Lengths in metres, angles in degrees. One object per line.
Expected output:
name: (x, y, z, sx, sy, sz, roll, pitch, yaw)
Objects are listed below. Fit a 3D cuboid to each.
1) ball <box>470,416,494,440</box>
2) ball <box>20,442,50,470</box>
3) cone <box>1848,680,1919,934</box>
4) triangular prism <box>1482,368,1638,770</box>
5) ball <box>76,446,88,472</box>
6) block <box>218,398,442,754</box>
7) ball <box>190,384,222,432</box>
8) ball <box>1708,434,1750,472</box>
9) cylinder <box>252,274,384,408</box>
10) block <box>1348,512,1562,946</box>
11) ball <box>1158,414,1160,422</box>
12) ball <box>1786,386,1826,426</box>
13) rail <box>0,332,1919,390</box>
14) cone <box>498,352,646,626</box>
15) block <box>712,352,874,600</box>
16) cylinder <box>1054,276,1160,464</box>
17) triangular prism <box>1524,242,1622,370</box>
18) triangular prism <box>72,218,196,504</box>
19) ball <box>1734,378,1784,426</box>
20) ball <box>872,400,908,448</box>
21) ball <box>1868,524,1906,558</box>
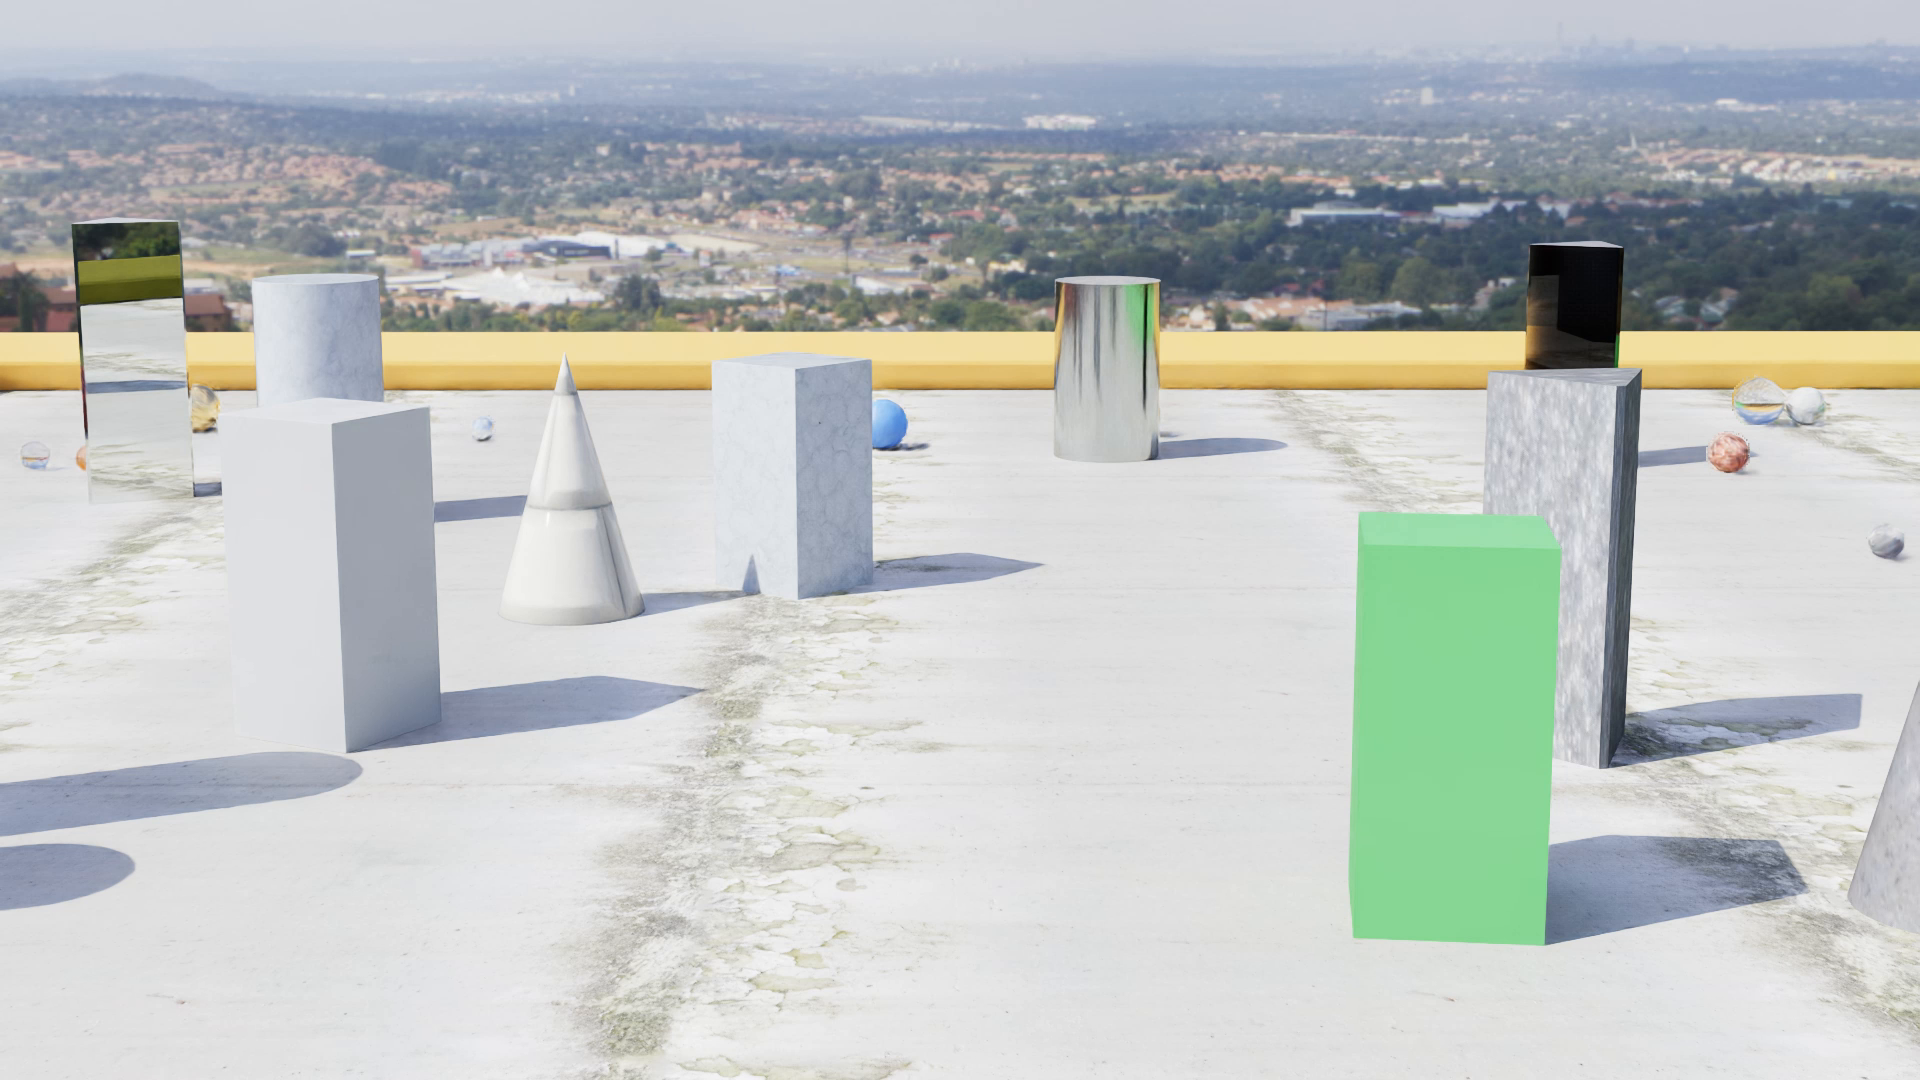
ball: (-0.937, -0.218, 5.034, 0.047, 0.047, 0.047, 0, 10, 0)
ball: (-1.684, -0.154, 4.671, 0.053, 0.053, 0.053, 0, 10, 0)
cone: (0.882, 0.116, 2.210, 0.198, 0.419, 0.198, 0, 10, 0)
triangular prism: (0.676, 0.021, 2.763, 0.148, 0.404, 0.171, -9, 14, -39)
ball: (-1.575, -0.148, 4.646, 0.051, 0.051, 0.051, 0, 10, 0)
block: (-0.690, 0.034, 2.822, 0.158, 0.357, 0.158, 6, 12, 28)
ball: (-1.537, -0.267, 5.166, 0.095, 0.095, 0.095, 0, 10, 0)
ball: (1.390, -0.156, 4.639, 0.070, 0.070, 0.070, 0, 10, 0)
cylinder: (-1.026, -0.223, 4.118, 0.198, 0.392, 0.198, 0, 10, 0)
block: (0.421, 0.158, 2.205, 0.158, 0.338, 0.158, 1, 11, 7)
ball: (0.354, -0.249, 5.092, 0.087, 0.087, 0.087, 0, 10, 0)
ball: (1.731, -0.274, 5.252, 0.079, 0.079, 0.079, 0, 10, 0)
rail: (-0.014, -0.403, 5.807, 4.465, 0.129, 0.045, 0, 10, 0)
cone: (-0.525, -0.078, 3.439, 0.198, 0.353, 0.198, 0, 10, 0)
block: (-0.235, -0.095, 3.619, 0.158, 0.320, 0.158, 8, 13, 38)
cylinder: (0.276, -0.323, 4.824, 0.198, 0.330, 0.198, 0, 10, 0)
triangular prism: (1.148, -0.345, 4.737, 0.171, 0.404, 0.148, 6, 12, 29)
triangular prism: (-1.416, -0.309, 4.368, 0.171, 0.469, 0.148, -5, 12, -25)
ball: (1.631, -0.282, 5.237, 0.099, 0.099, 0.099, 0, 10, 0)
ball: (-0.148, -0.223, 4.927, 0.095, 0.095, 0.095, 0, 10, 0)
ball: (1.385, 0.002, 3.834, 0.051, 0.051, 0.051, 0, 10, 0)
